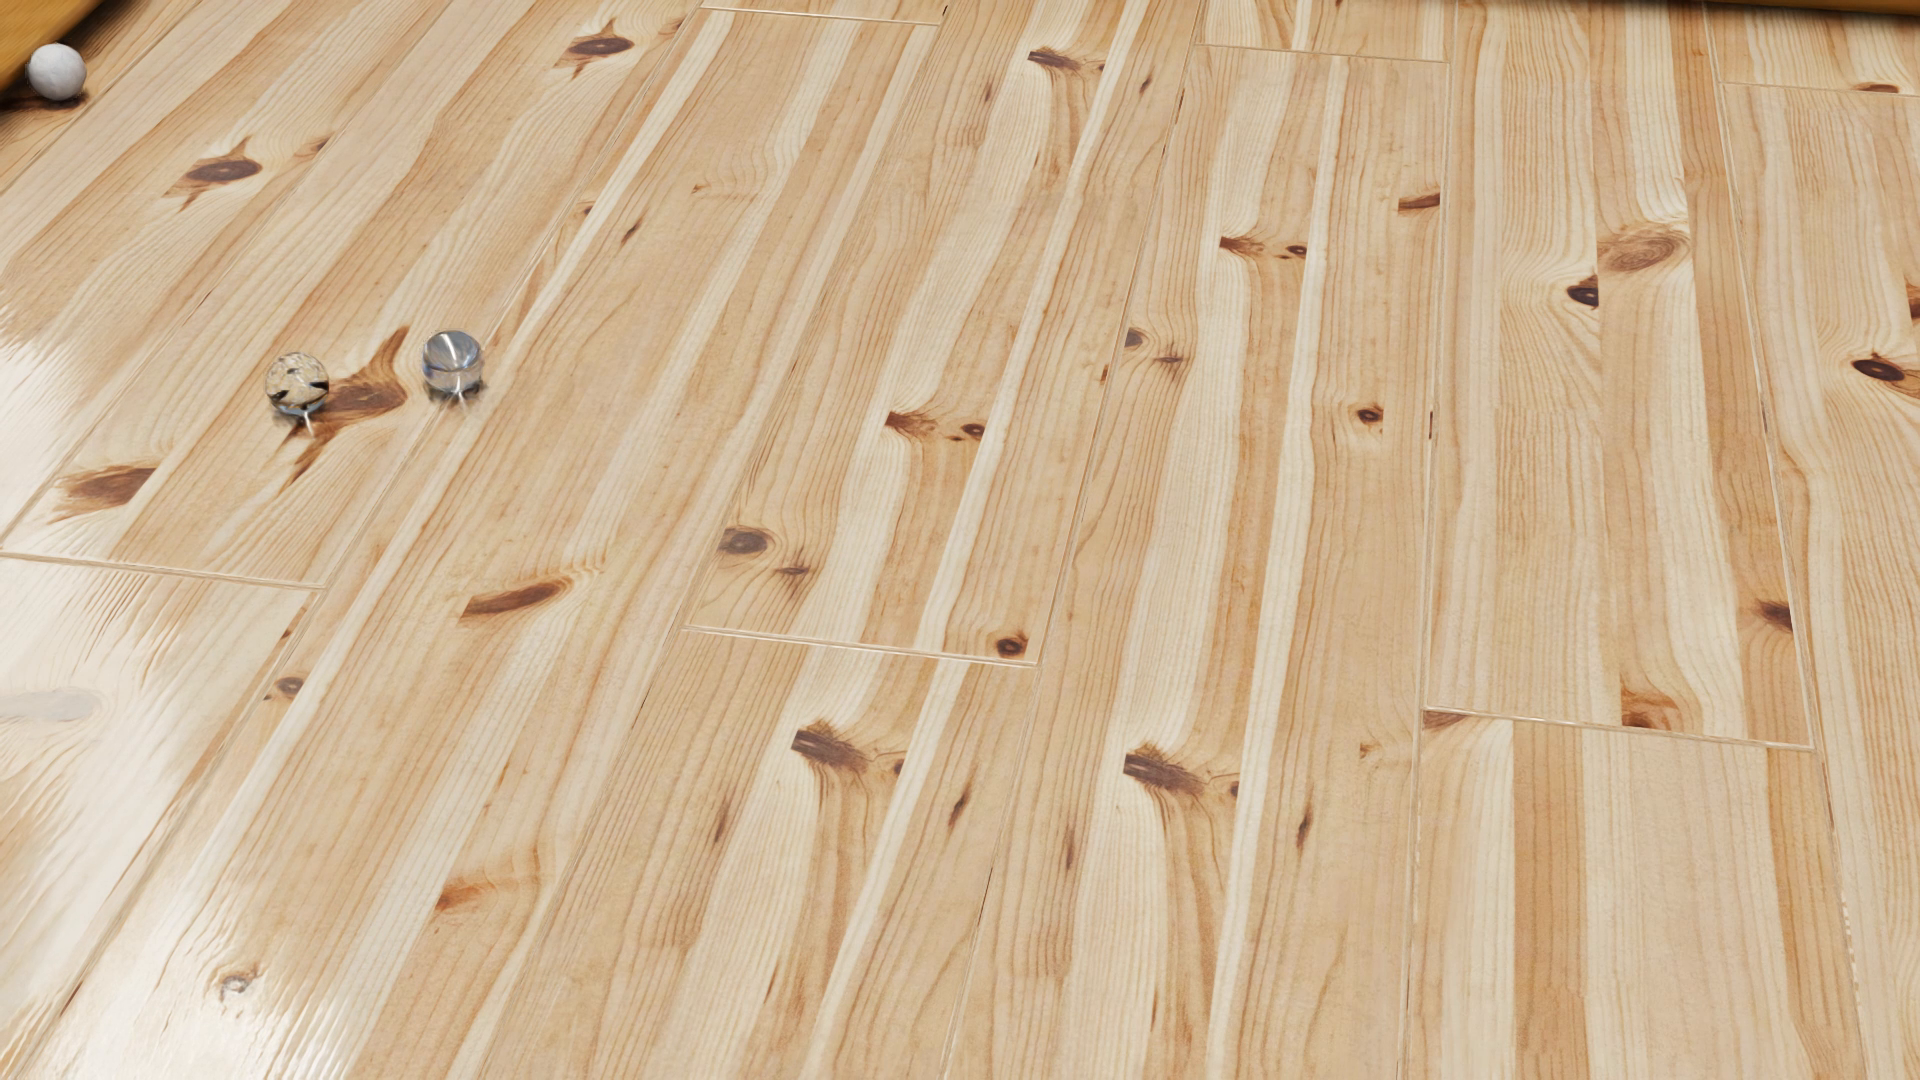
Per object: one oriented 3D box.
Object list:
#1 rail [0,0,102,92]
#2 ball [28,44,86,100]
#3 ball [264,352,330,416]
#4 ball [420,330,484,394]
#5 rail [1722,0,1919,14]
[{"bbox_3d":[-0.985,-0.120,1.906,0.045,0.099,2.194,6,36,8],"label":"rail"},{"bbox_3d":[-0.843,-0.437,2.395,0.053,0.053,0.053,0,35,0],"label":"ball"},{"bbox_3d":[-0.504,-0.119,1.950,0.048,0.048,0.048,0,35,0],"label":"ball"},{"bbox_3d":[-0.391,-0.138,1.976,0.049,0.049,0.049,0,35,0],"label":"ball"},{"bbox_3d":[1.195,-0.528,2.481,4.096,0.099,0.045,6,36,8],"label":"rail"}]
